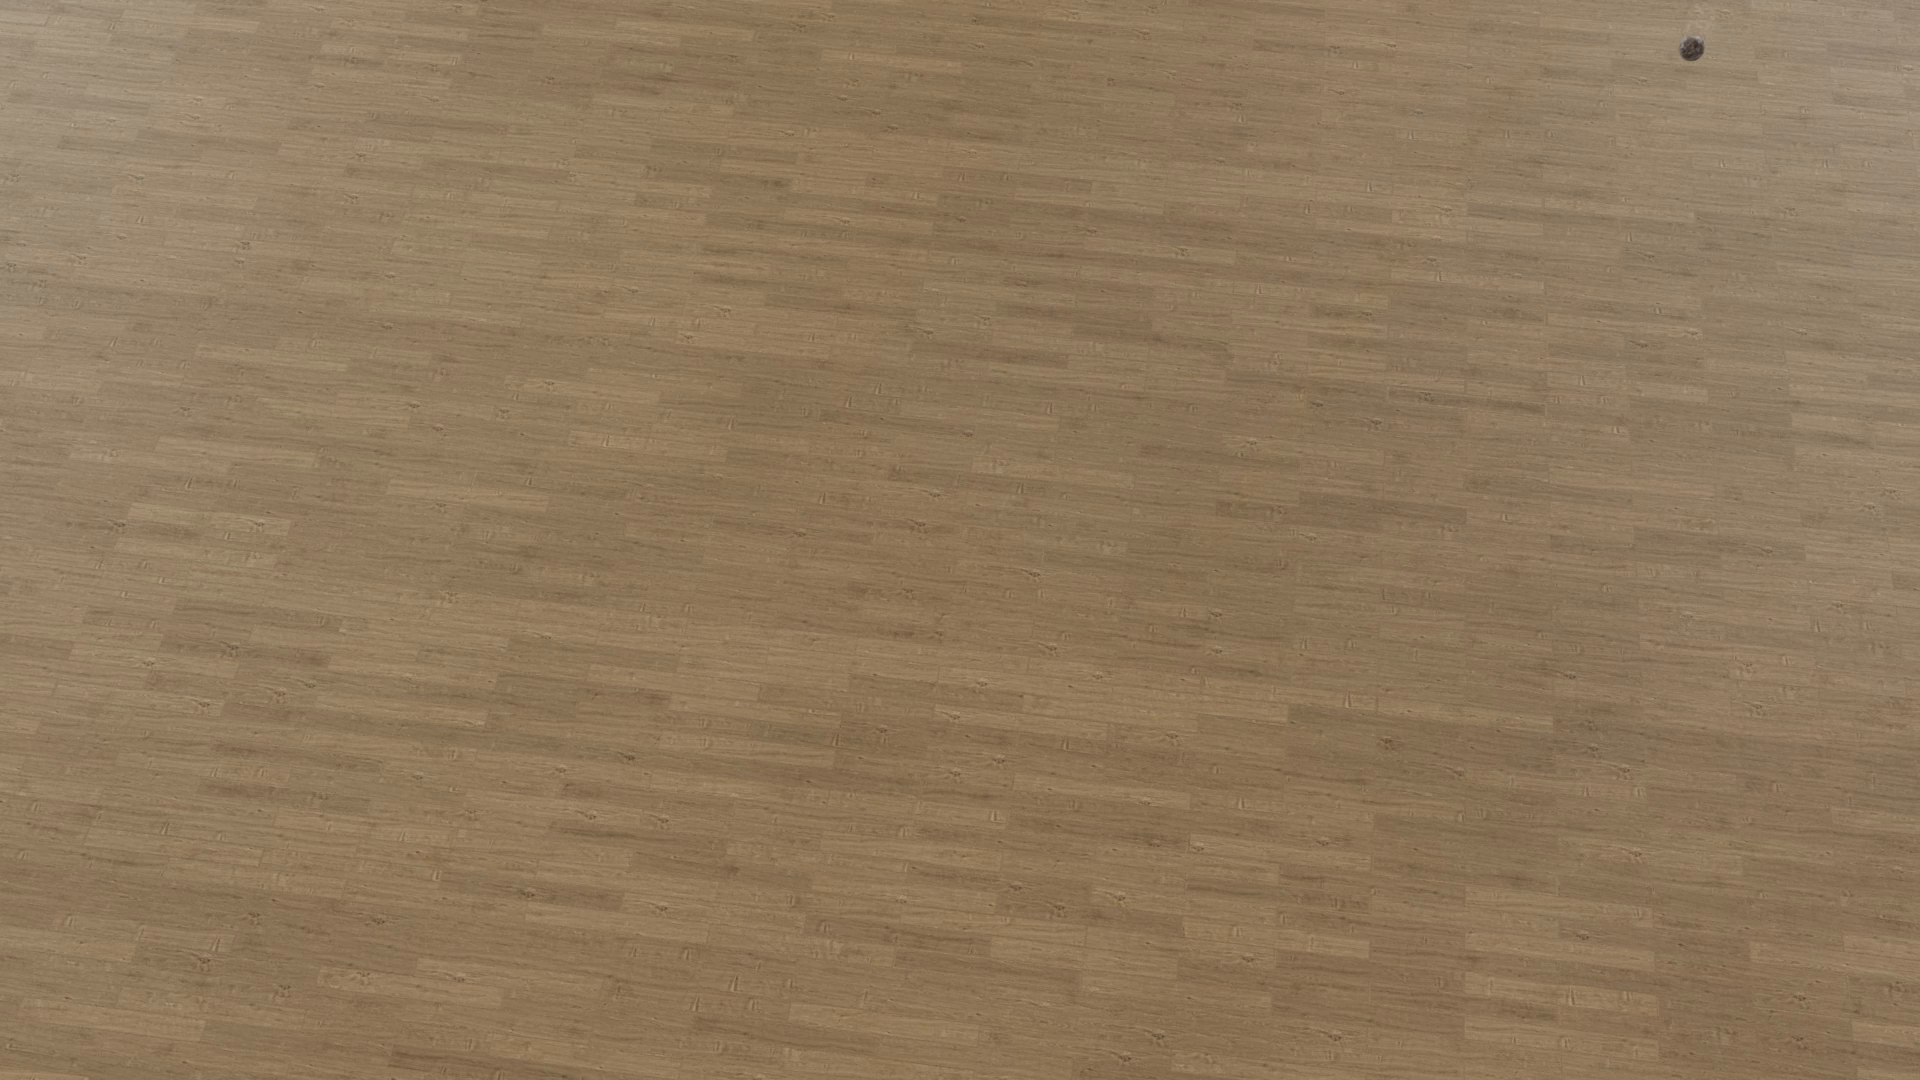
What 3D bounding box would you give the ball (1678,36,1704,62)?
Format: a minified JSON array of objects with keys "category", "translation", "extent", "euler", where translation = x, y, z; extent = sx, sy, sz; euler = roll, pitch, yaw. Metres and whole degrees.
[{"category":"ball","translation":[1.456,-0.979,4.375],"extent":[0.051,0.051,0.051],"euler":[0,56,0]}]
